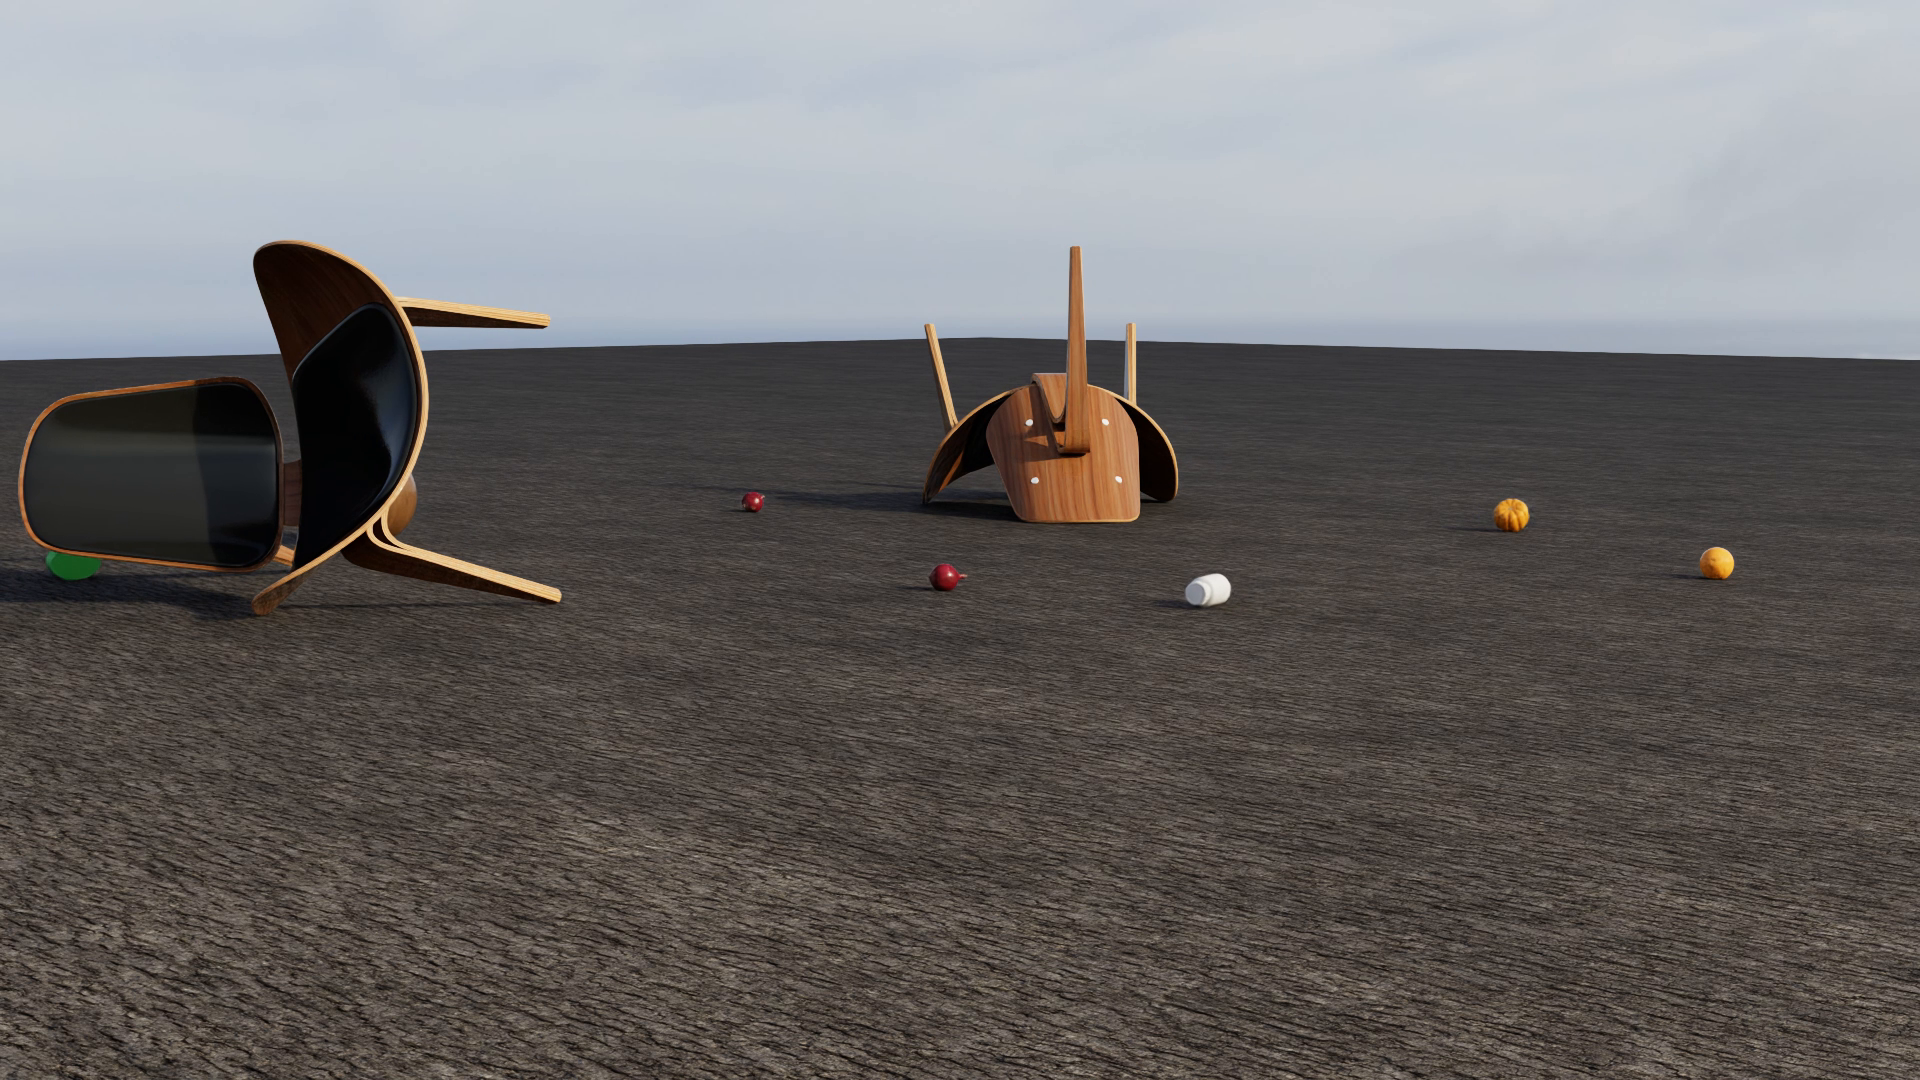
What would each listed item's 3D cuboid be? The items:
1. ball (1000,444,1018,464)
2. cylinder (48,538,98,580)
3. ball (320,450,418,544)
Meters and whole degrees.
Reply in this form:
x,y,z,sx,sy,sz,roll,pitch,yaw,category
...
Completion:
x,y,z,sx,sy,sz,roll,pitch,yaw,category
0.173,-0.303,9.045,0.064,0.064,0.064,0,6,0,ball
-1.937,0.047,5.603,0.105,0.072,0.087,-12,24,-16,cylinder
-1.452,-0.106,6.307,0.232,0.232,0.232,0,6,0,ball
